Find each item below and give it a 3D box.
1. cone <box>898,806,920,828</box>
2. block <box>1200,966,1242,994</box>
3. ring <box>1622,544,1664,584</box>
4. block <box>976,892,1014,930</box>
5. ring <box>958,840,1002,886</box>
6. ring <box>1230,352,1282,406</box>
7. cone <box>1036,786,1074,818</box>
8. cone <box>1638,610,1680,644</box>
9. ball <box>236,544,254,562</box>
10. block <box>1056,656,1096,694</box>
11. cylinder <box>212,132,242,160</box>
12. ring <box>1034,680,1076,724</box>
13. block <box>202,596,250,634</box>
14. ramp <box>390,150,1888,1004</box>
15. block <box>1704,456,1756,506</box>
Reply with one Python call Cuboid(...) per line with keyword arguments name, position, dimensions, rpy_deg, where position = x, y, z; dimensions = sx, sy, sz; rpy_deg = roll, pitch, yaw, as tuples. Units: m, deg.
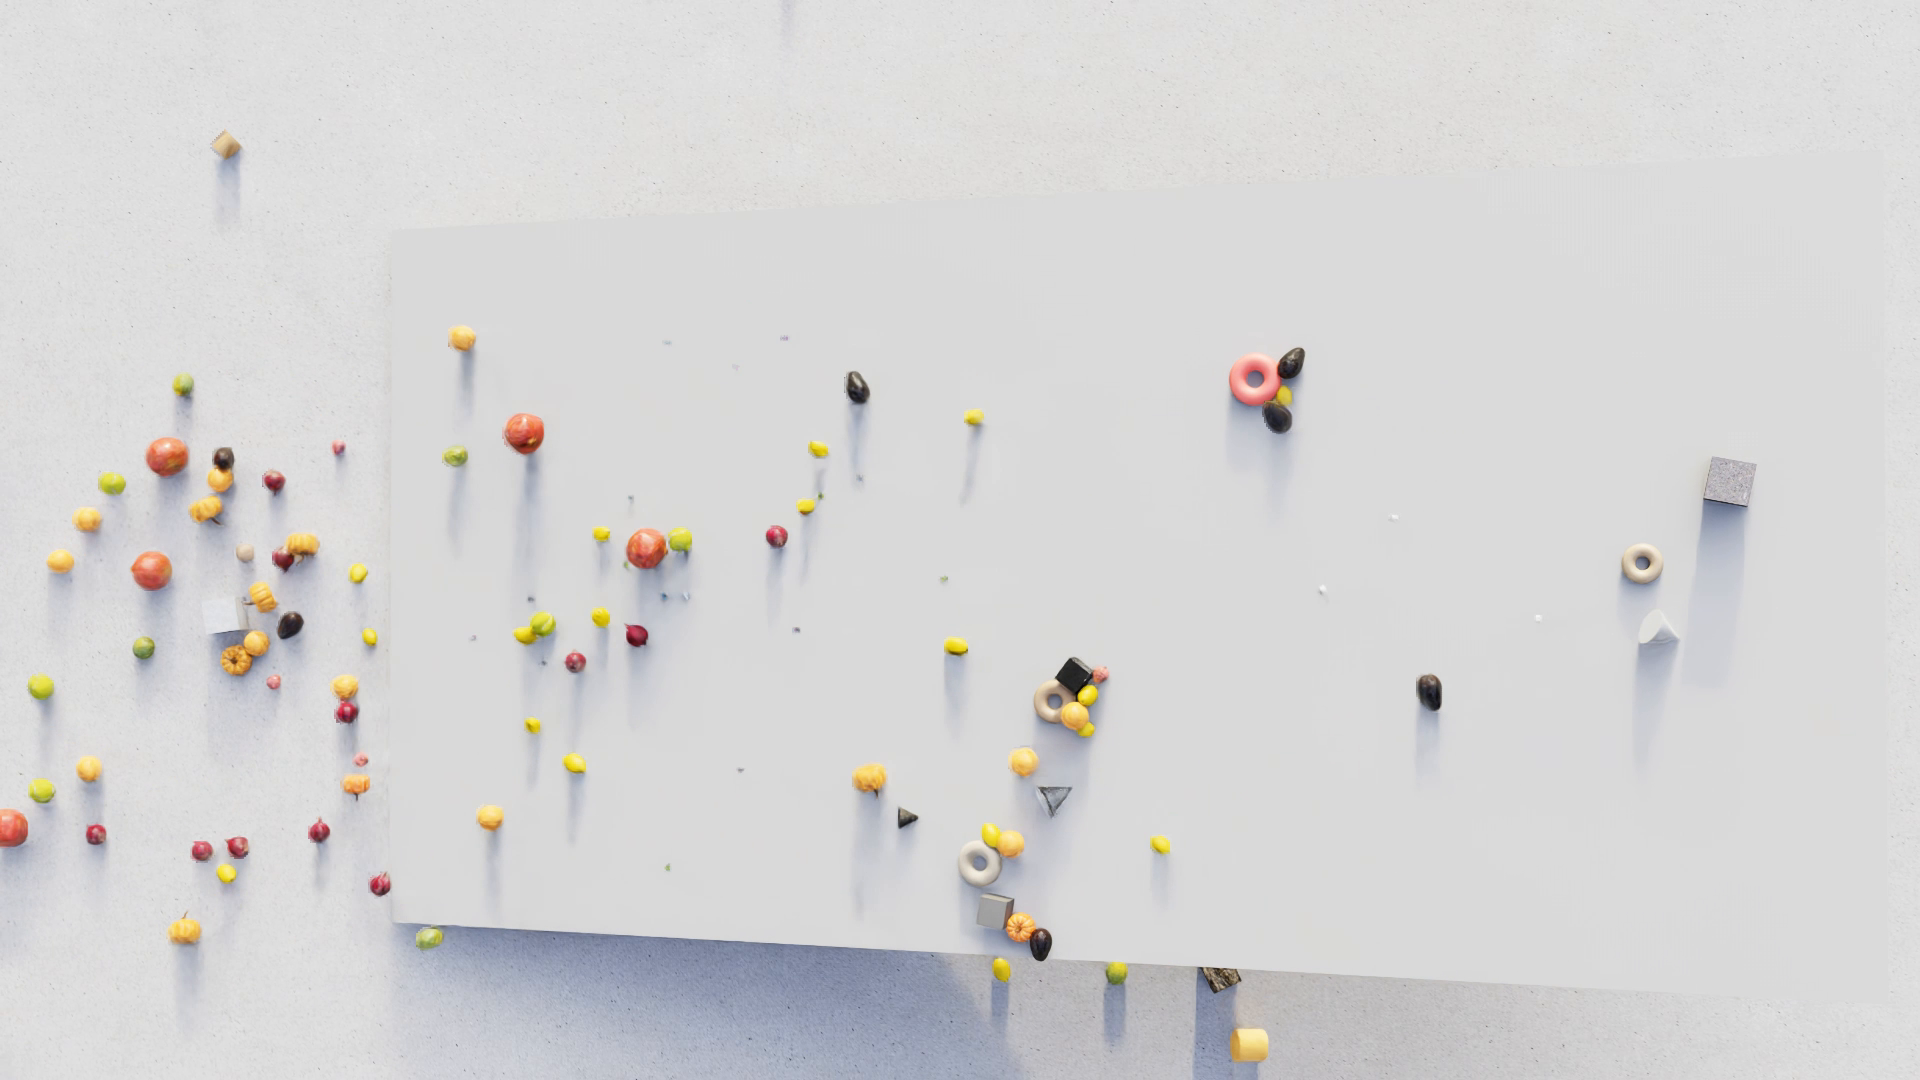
Cuboid(name="cone", position=(-0.133, 0.738, 5.852), dimensions=(0.059, 0.059, 0.059), rpy_deg=(-1, 89, -9))
Cuboid(name="block", position=(0.755, 1.252, 6.390), dimensions=(0.089, 0.089, 0.089), rpy_deg=(-25, 89, 0))
Cuboid(name="ring", position=(1.643, 0.056, 5.293), dimensions=(0.098, 0.033, 0.098), rpy_deg=(-1, 88, 17))
Cuboid(name="block", position=(0.093, 0.971, 5.752), dimensions=(0.073, 0.073, 0.073), rpy_deg=(10, 92, 18))
Cuboid(name="ring", position=(0.052, 0.851, 5.784), dimensions=(0.122, 0.041, 0.122), rpy_deg=(0, 89, 16))
Cuboid(name="ring", position=(0.749, -0.408, 5.578), dimensions=(0.135, 0.045, 0.135), rpy_deg=(0, 90, 17))
Cuboid(name="cone", position=(0.257, 0.662, 5.721), dimensions=(0.089, 0.089, 0.089), rpy_deg=(-25, 89, -11))
Cuboid(name="cone", position=(1.691, 0.225, 5.271), dimensions=(0.089, 0.089, 0.089), rpy_deg=(25, 89, -11))
Cuboid(name="ball", position=(-2.089, 0.038, 6.425), dimensions=(0.054, 0.054, 0.054), rpy_deg=(0, 89, 0))
Cuboid(name="block", position=(0.298, 0.351, 5.699), dimensions=(0.067, 0.067, 0.067), rpy_deg=(38, 100, 15))
Cuboid(name="cylinder", position=(-2.146, -1.155, 6.439), dimensions=(0.058, 0.058, 0.058), rpy_deg=(-43, 89, -1))
Cuboid(name="ring", position=(0.248, 0.421, 5.729), dimensions=(0.115, 0.038, 0.115), rpy_deg=(0, 92, 15))
Cuboid(name="block", position=(-2.137, 0.219, 6.401), dimensions=(0.096, 0.096, 0.096), rpy_deg=(-8, 89, 0))
Cuboid(name="ramp", position=(0.275, 0.093, 5.797), dimensions=(4.000, 0.100, 2.000), rpy_deg=(0, 89, 18))
Cuboid(name="block", position=(1.821, -0.138, 5.204), dimensions=(0.100, 0.100, 0.100), rpy_deg=(12, 93, 17))
